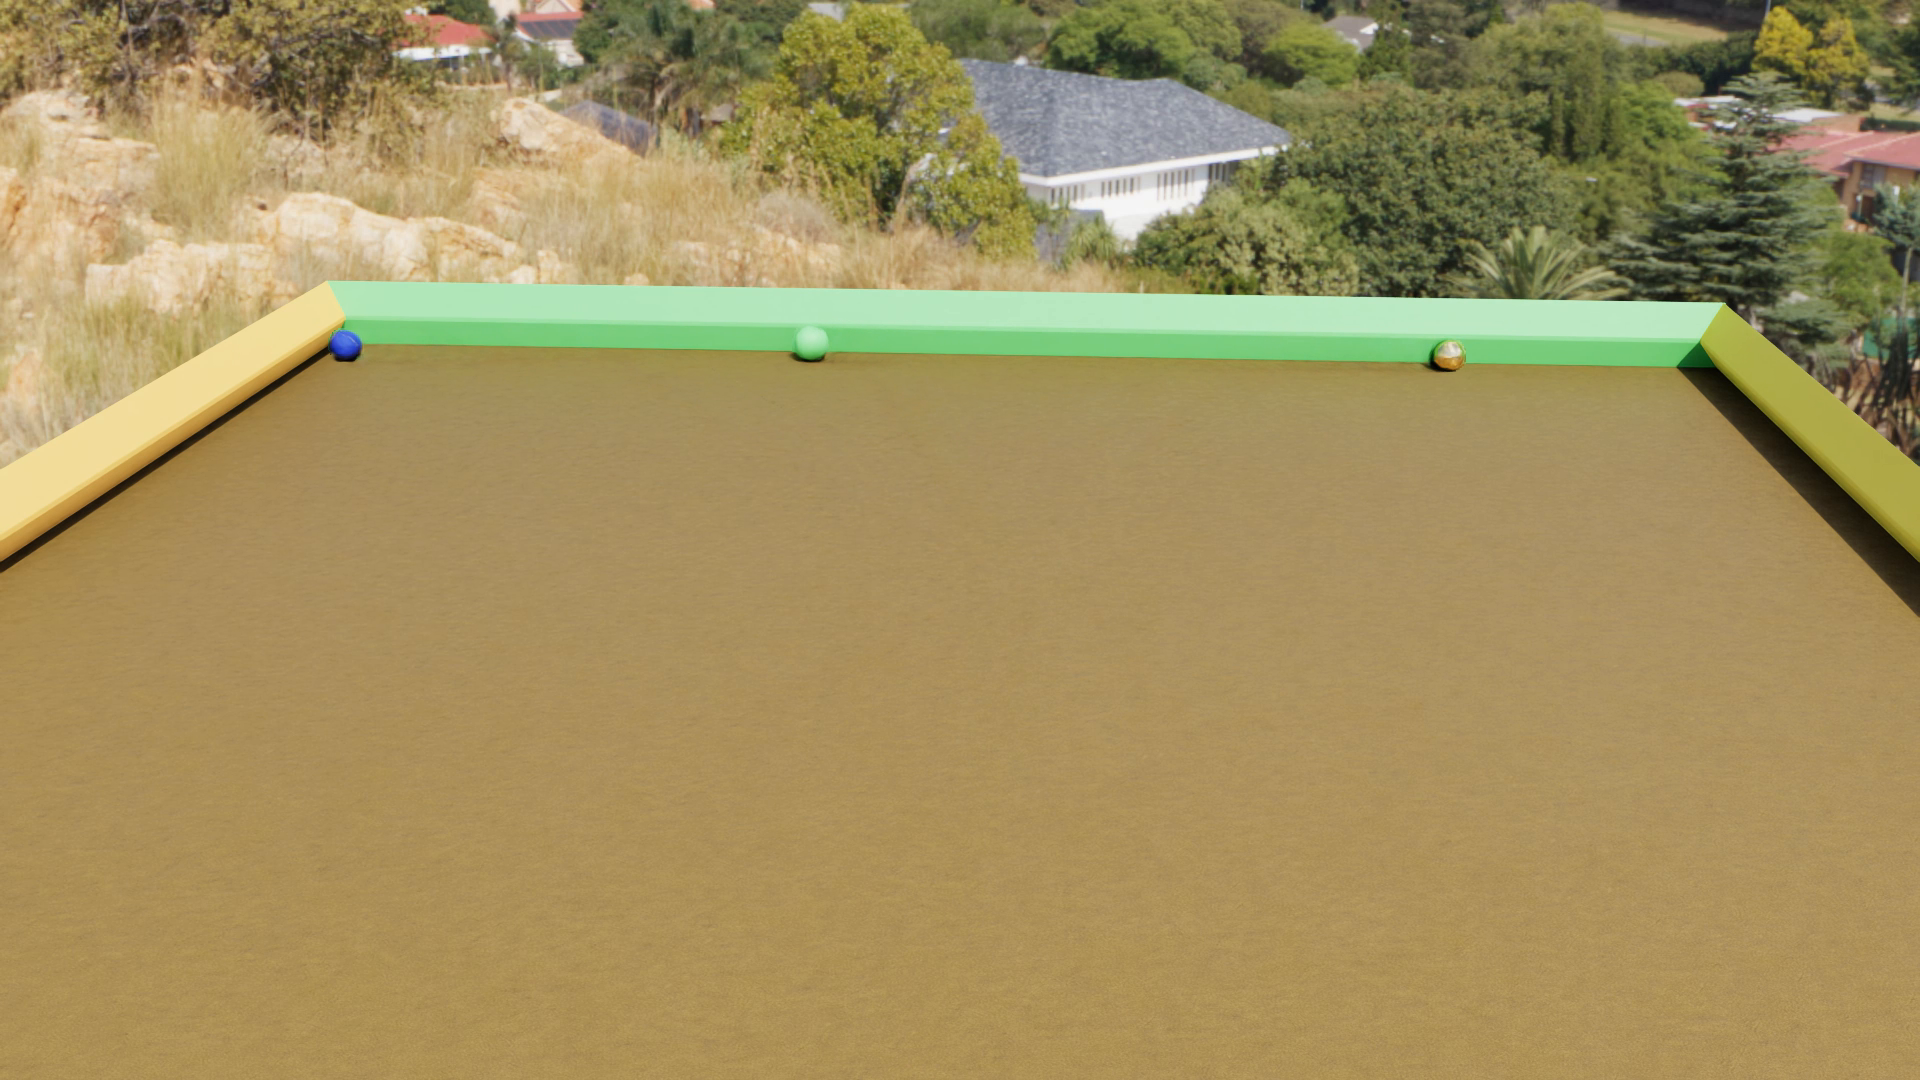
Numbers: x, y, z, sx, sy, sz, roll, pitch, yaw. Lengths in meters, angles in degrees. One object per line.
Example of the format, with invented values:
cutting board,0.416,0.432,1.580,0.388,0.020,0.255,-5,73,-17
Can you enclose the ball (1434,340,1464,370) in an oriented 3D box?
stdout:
ball,0.828,-0.312,3.723,0.052,0.052,0.052,0,18,0

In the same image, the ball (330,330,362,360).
ball,-1.058,-0.336,3.793,0.052,0.052,0.052,0,18,0

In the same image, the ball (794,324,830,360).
ball,-0.256,-0.340,3.790,0.062,0.062,0.062,0,18,0

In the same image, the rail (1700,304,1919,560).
rail,1.099,0.351,1.623,0.045,0.111,4.465,1,18,4

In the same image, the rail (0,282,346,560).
rail,-1.269,0.294,1.796,0.045,0.111,4.465,1,18,4

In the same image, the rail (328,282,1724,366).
rail,0.083,-0.370,3.800,2.422,0.111,0.045,1,18,4
